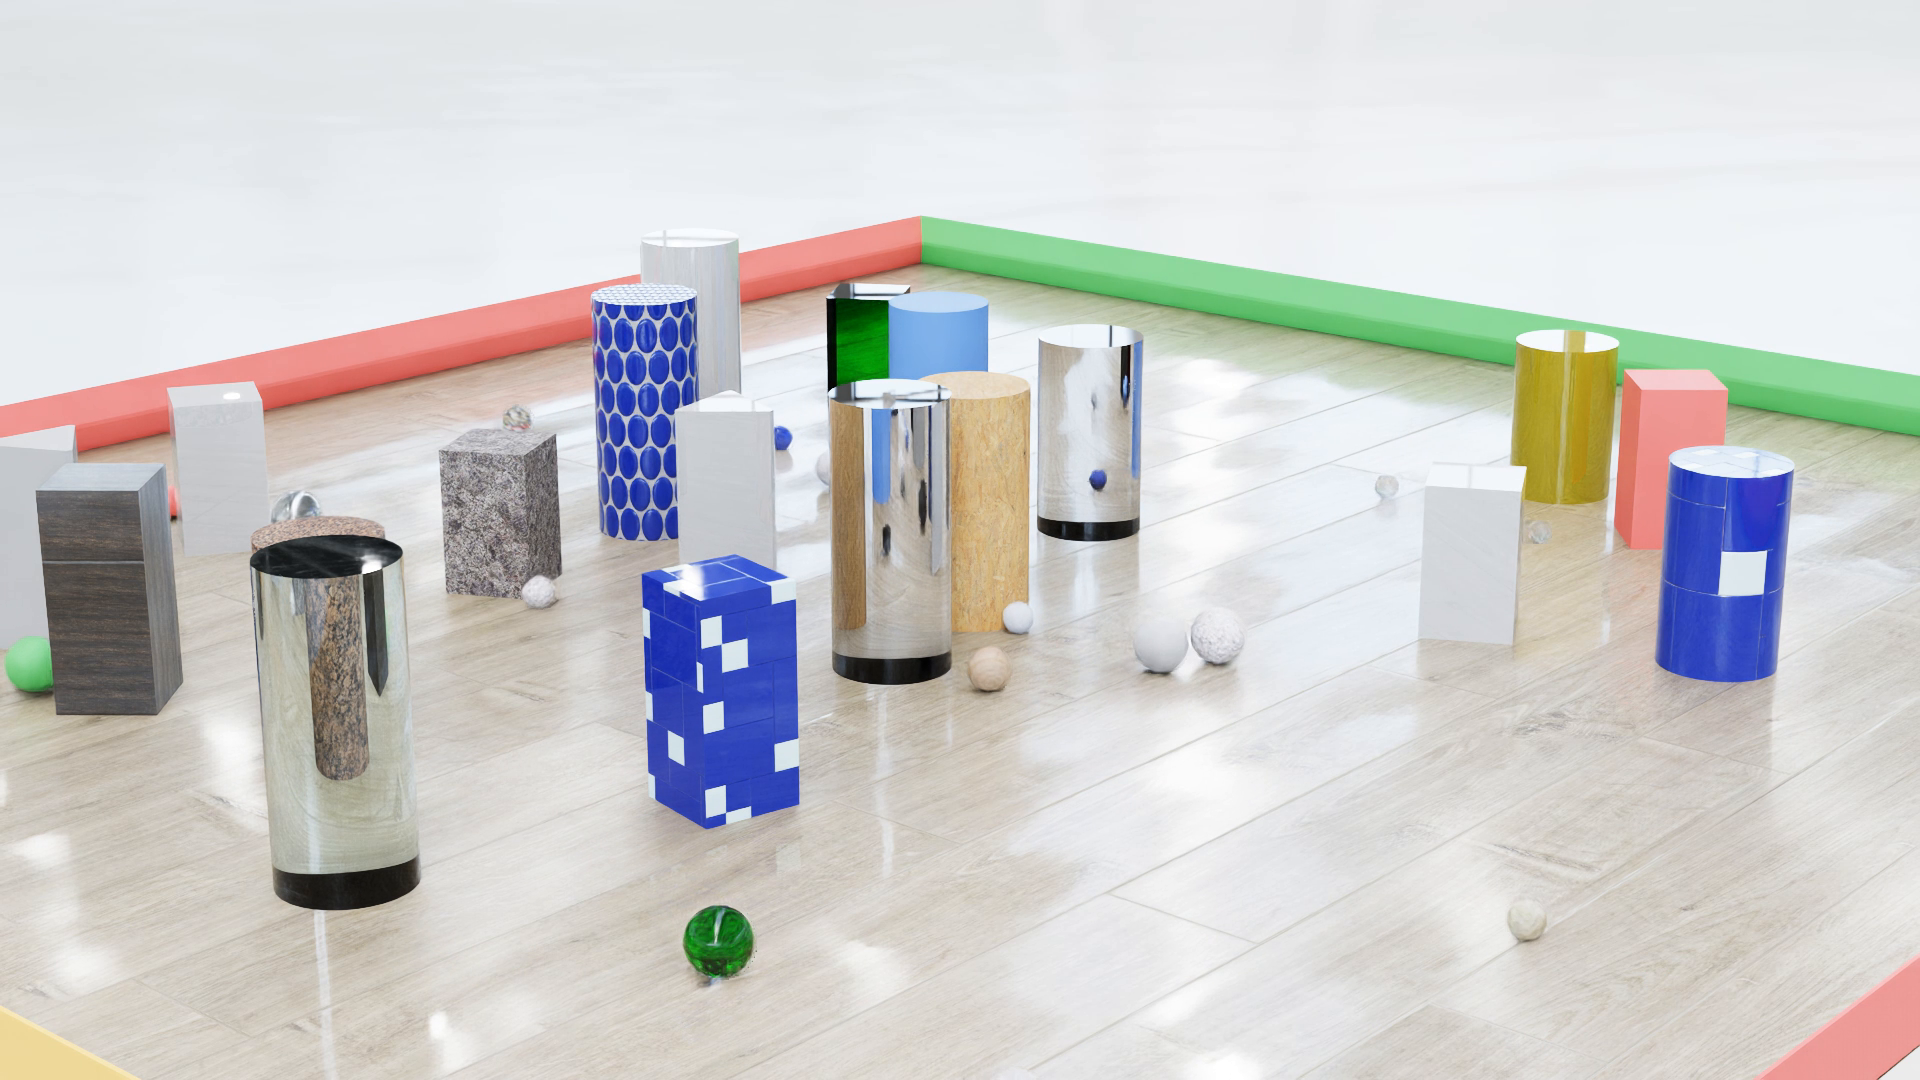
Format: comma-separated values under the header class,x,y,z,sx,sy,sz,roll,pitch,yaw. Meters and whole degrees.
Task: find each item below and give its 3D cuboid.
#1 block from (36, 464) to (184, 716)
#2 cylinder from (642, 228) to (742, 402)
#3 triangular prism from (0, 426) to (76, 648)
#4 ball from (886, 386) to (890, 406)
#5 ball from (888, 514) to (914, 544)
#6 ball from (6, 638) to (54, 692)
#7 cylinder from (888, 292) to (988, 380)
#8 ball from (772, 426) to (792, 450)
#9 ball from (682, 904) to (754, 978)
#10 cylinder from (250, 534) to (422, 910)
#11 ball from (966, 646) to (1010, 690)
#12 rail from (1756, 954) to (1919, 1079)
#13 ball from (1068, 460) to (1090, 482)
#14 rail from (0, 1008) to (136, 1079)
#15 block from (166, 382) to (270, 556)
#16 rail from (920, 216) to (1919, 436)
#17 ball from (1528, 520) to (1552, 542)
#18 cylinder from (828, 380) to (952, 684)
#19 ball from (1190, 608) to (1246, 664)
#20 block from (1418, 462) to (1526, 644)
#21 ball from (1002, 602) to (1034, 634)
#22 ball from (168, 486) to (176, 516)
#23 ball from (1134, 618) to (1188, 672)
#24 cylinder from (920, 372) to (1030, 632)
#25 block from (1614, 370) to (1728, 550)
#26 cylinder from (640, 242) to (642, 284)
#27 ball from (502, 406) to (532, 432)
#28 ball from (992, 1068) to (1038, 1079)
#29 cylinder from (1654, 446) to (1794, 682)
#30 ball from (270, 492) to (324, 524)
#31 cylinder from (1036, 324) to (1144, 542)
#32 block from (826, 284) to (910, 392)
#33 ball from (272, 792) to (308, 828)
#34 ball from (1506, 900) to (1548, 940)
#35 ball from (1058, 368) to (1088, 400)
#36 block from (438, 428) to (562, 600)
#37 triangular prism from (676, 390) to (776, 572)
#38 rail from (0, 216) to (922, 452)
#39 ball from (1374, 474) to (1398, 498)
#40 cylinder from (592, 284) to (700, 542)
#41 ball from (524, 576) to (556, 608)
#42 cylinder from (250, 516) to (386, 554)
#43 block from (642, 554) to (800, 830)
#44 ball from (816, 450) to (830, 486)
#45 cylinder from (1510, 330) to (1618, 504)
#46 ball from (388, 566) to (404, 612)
class,x,y,z,sx,sy,sz,roll,pitch,yaw
block,-1.323,0.076,4.569,0.156,0.363,0.156,0,17,0
cylinder,-0.540,-0.385,5.928,0.196,0.460,0.196,0,17,0
triangular prism,-1.494,-0.003,4.854,0.169,0.350,0.147,5,17,15
ball,-0.124,-0.310,6.333,0.074,0.074,0.074,0,17,0
ball,-0.106,-0.022,5.426,0.055,0.055,0.055,0,17,0
ball,-1.465,0.198,4.642,0.088,0.088,0.088,0,17,0
cylinder,-0.042,-0.291,5.783,0.196,0.364,0.196,0,17,0
ball,-0.371,-0.211,6.063,0.050,0.050,0.050,0,17,0
ball,-0.300,0.498,3.642,0.090,0.090,0.090,0,17,0
cylinder,-0.821,0.239,3.867,0.196,0.456,0.196,0,17,0
ball,0.045,0.204,4.651,0.070,0.070,0.070,0,17,0
rail,1.494,0.406,3.878,0.045,0.127,4.290,14,22,39
ball,0.236,-0.138,5.835,0.041,0.041,0.041,0,17,0
rail,-1.391,0.494,3.587,4.006,0.127,0.045,14,22,39
block,-1.364,-0.132,5.400,0.156,0.281,0.156,-6,18,-18
rail,1.391,-0.431,6.654,4.006,0.127,0.045,14,22,39
ball,1.073,-0.015,5.428,0.041,0.041,0.041,0,17,0
cylinder,-0.111,-0.014,4.709,0.196,0.455,0.196,0,17,0
ball,0.420,0.155,4.777,0.091,0.091,0.091,0,17,0
block,0.860,0.020,4.923,0.156,0.265,0.156,4,17,13
ball,0.097,0.130,4.927,0.053,0.053,0.053,0,17,0
ball,-1.498,-0.075,5.593,0.060,0.060,0.060,0,17,0
ball,0.325,0.169,4.736,0.088,0.088,0.088,0,17,0
cylinder,0.021,-0.067,4.970,0.196,0.404,0.196,0,17,0
block,1.312,-0.150,5.422,0.156,0.302,0.156,0,17,1
cylinder,-0.573,-0.434,6.204,0.196,0.396,0.196,0,17,0
ball,-0.931,-0.250,6.166,0.064,0.064,0.064,0,17,0
ball,0.061,0.623,3.268,0.068,0.068,0.068,0,17,0
cylinder,1.234,0.037,4.738,0.196,0.340,0.196,0,17,0
ball,-1.225,-0.042,5.417,0.098,0.098,0.098,0,17,0
cylinder,0.242,-0.201,5.478,0.196,0.368,0.196,0,17,0
block,-0.199,-0.424,6.431,0.156,0.246,0.156,3,17,9
ball,-0.938,0.379,4.105,0.051,0.051,0.051,0,17,0
ball,0.725,0.486,3.750,0.052,0.052,0.052,0,17,0
ball,0.248,-0.344,6.470,0.069,0.069,0.069,0,17,0
block,-0.806,-0.048,5.157,0.156,0.260,0.156,4,17,13
triangular prism,-0.413,-0.099,5.242,0.169,0.310,0.147,0,17,0
rail,-1.494,-0.343,6.362,0.045,0.127,4.290,14,22,39
ball,0.832,-0.105,5.718,0.046,0.046,0.046,0,17,0
cylinder,-0.583,-0.240,5.471,0.196,0.446,0.196,0,17,0
ball,-0.726,0.089,5.057,0.055,0.055,0.055,0,17,0
cylinder,-0.950,0.149,4.387,0.196,0.329,0.196,0,17,0
block,-0.339,0.213,4.161,0.156,0.337,0.156,-12,21,-35
ball,-0.248,-0.143,5.791,0.076,0.076,0.076,0,17,0
cylinder,1.178,-0.241,5.726,0.196,0.302,0.196,0,17,0
ball,-0.996,0.085,5.016,0.087,0.087,0.087,0,17,0
